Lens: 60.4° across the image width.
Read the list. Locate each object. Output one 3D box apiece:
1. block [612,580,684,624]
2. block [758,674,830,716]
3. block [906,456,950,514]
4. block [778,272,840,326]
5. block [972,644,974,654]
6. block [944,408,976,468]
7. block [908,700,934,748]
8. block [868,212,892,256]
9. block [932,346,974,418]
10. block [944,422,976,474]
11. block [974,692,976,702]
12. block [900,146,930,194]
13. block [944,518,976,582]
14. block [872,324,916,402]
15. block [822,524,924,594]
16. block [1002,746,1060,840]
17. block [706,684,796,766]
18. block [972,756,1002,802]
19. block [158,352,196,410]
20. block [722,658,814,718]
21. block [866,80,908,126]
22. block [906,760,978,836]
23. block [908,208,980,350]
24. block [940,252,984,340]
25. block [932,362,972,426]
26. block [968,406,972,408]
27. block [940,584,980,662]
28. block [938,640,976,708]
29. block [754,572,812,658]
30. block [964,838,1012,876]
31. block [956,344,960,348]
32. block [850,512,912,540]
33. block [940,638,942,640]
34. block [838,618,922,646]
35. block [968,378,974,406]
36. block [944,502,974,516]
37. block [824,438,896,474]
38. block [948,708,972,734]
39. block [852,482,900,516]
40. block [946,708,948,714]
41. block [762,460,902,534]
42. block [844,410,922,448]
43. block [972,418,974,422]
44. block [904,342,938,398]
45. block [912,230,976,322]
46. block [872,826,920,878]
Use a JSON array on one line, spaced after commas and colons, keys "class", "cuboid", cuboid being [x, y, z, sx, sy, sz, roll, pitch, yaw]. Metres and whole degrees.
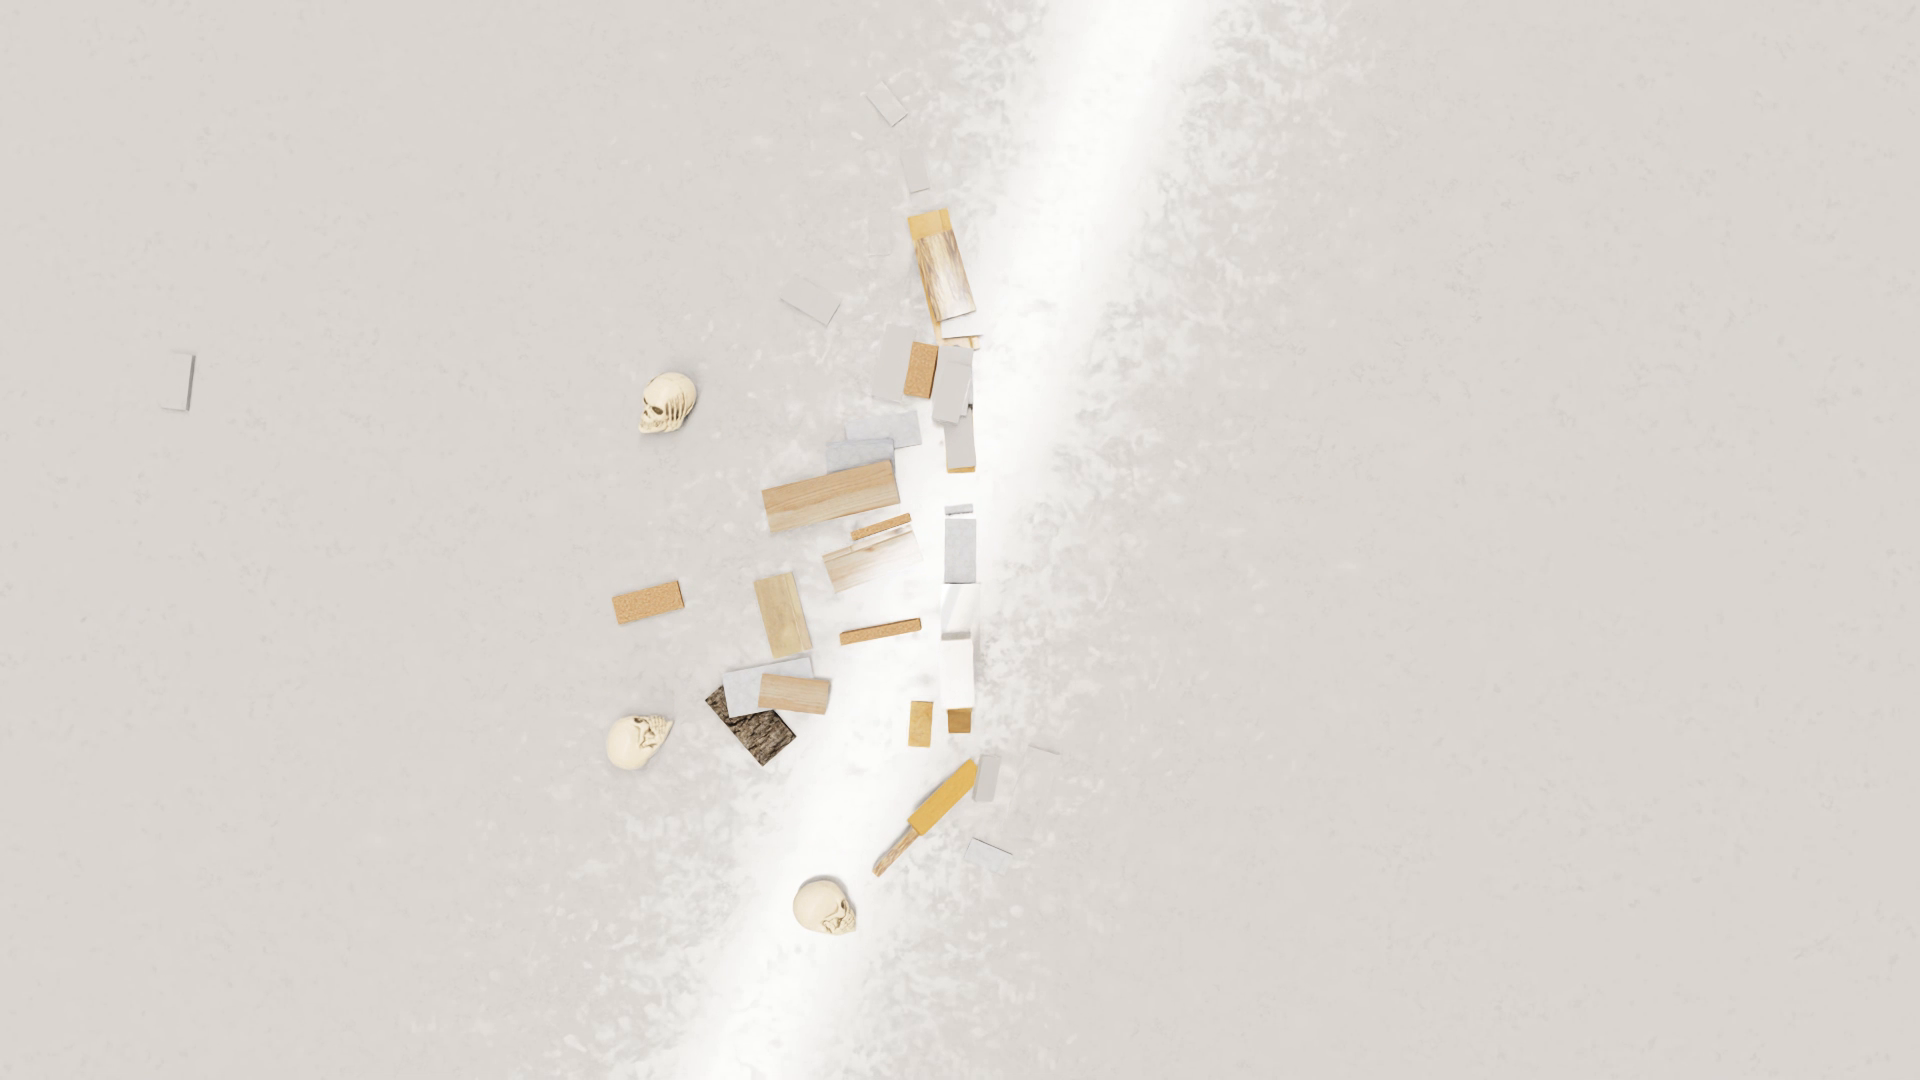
[{"class": "block", "cuboid": [-1.037, 0.208, 5.487, 0.224, 0.026, 0.092, -15, 90, 0]}, {"class": "block", "cuboid": [-0.547, 0.507, 5.420, 0.221, 0.031, 0.111, 8, 81, -8]}, {"class": "block", "cuboid": [-0.106, -0.185, 5.488, 0.088, 0.025, 0.176, -21, 90, 0]}, {"class": "block", "cuboid": [-0.499, -0.800, 5.487, 0.184, 0.026, 0.092, 31, 90, 0]}, {"class": "block", "cuboid": [-0.011, 0.331, 5.116, 0.102, 0.204, 0.029, -1, 91, 0]}, {"class": "block", "cuboid": [-0.002, -0.334, 5.414, 0.096, 0.027, 0.192, -6, 109, 1]}, {"class": "block", "cuboid": [-0.131, 0.613, 5.489, 0.075, 0.021, 0.150, 4, 90, 0]}, {"class": "block", "cuboid": [-0.268, -1.019, 5.490, 0.070, 0.020, 0.140, -3, 90, 0]}, {"class": "block", "cuboid": [-0.023, -0.516, 5.371, 0.113, 0.032, 0.225, 5, 81, 2]}, {"class": "block", "cuboid": [-0.001, -0.318, 5.448, 0.096, 0.027, 0.192, -3, 109, 0]}, {"class": "block", "cuboid": [-0.005, 0.475, 5.161, 0.102, 0.295, 0.029, -1, 92, 0]}, {"class": "block", "cuboid": [-0.149, -1.231, 5.490, 0.070, 0.020, 0.140, -15, 90, 0]}, {"class": "block", "cuboid": [0.001, 0.034, 5.280, 0.103, 0.029, 0.205, 1, 90, 0]}, {"class": "block", "cuboid": [-0.220, -0.590, 5.486, 0.101, 0.029, 0.243, 13, 90, 0]}, {"class": "block", "cuboid": [-0.289, 0.062, 5.481, 0.313, 0.038, 0.133, -20, 90, 0]}, {"class": "block", "cuboid": [0.236, 0.839, 5.484, 0.111, 0.031, 0.291, 17, 90, 0]}, {"class": "block", "cuboid": [-0.695, 0.593, 5.479, 0.146, 0.041, 0.292, -41, 90, 0]}, {"class": "block", "cuboid": [0.088, 0.793, 5.471, 0.073, 0.021, 0.147, 11, 90, -33]}, {"class": "block", "cuboid": [-2.605, -0.528, 5.487, 0.092, 0.026, 0.185, 7, 90, 0]}, {"class": "block", "cuboid": [-0.629, 0.487, 5.447, 0.292, 0.041, 0.146, -10, 84, -10]}, {"class": "block", "cuboid": [-0.244, -1.451, 5.490, 0.070, 0.020, 0.140, -39, 90, 0]}, {"class": "block", "cuboid": [-0.047, 0.847, 5.429, 0.299, 0.021, 0.073, -42, 90, -24]}, {"class": "block", "cuboid": [-0.053, -0.852, 5.481, 0.137, 0.039, 0.476, -13, 90, 0]}, {"class": "block", "cuboid": [-0.004, -0.807, 5.442, 0.137, 0.039, 0.275, -5, 90, 0]}, {"class": "block", "cuboid": [-0.026, -0.475, 5.336, 0.088, 0.025, 0.192, 14, 81, 4]}, {"class": "block", "cuboid": [-0.001, -0.379, 5.455, 0.088, 0.025, 0.176, -2, 109, -1]}, {"class": "block", "cuboid": [0.001, 0.262, 5.236, 0.123, 0.035, 0.247, -1, 90, 0]}, {"class": "block", "cuboid": [-0.011, 0.406, 4.999, 0.102, 0.029, 0.204, -3, 90, 0]}, {"class": "block", "cuboid": [-0.588, 0.250, 5.481, 0.133, 0.038, 0.266, -15, 90, 0]}, {"class": "block", "cuboid": [0.094, 1.053, 5.490, 0.147, 0.021, 0.073, 23, 90, 0]}, {"class": "block", "cuboid": [-0.007, -0.591, 5.466, 0.054, 0.015, 0.109, -25, 116, 6]}, {"class": "block", "cuboid": [-0.260, -0.044, 5.449, 0.203, 0.101, 0.029, -19, 90, 0]}, {"class": "block", "cuboid": [-0.003, 0.346, 5.377, 0.123, 0.247, 0.035, -1, 90, 0]}, {"class": "block", "cuboid": [-0.261, 0.301, 5.434, 0.266, 0.133, 0.038, -11, 90, 0]}, {"class": "block", "cuboid": [-0.002, -0.530, 5.408, 0.088, 0.025, 0.176, -2, 84, 0]}, {"class": "block", "cuboid": [-0.004, -0.101, 5.404, 0.096, 0.192, 0.027, -6, 90, 0]}, {"class": "block", "cuboid": [-0.330, -0.273, 5.454, 0.225, 0.032, 0.112, -3, 126, 0]}, {"class": "block", "cuboid": [-0.002, 0.580, 5.335, 0.075, 0.341, 0.021, 0, 71, 0]}, {"class": "block", "cuboid": [-0.304, -0.135, 5.486, 0.202, 0.029, 0.101, -4, 90, 0]}, {"class": "block", "cuboid": [-0.004, 0.476, 5.321, 0.084, 0.024, 0.167, 0, 90, 0]}, {"class": "block", "cuboid": [-0.426, -0.143, 5.452, 0.441, 0.041, 0.146, -13, 90, 7]}, {"class": "block", "cuboid": [-0.254, -0.355, 5.484, 0.242, 0.032, 0.113, -9, 90, 0]}, {"class": "block", "cuboid": [-0.004, -0.444, 5.460, 0.088, 0.025, 0.176, -4, 109, 0]}, {"class": "block", "cuboid": [-0.127, -0.563, 5.467, 0.088, 0.025, 0.176, 12, 97, 14]}, {"class": "block", "cuboid": [-0.050, -0.864, 5.403, 0.137, 0.039, 0.275, -17, 90, 0]}, {"class": "block", "cuboid": [-0.201, 1.014, 5.445, 0.031, 0.111, 0.221, 44, 90, 0]}]
